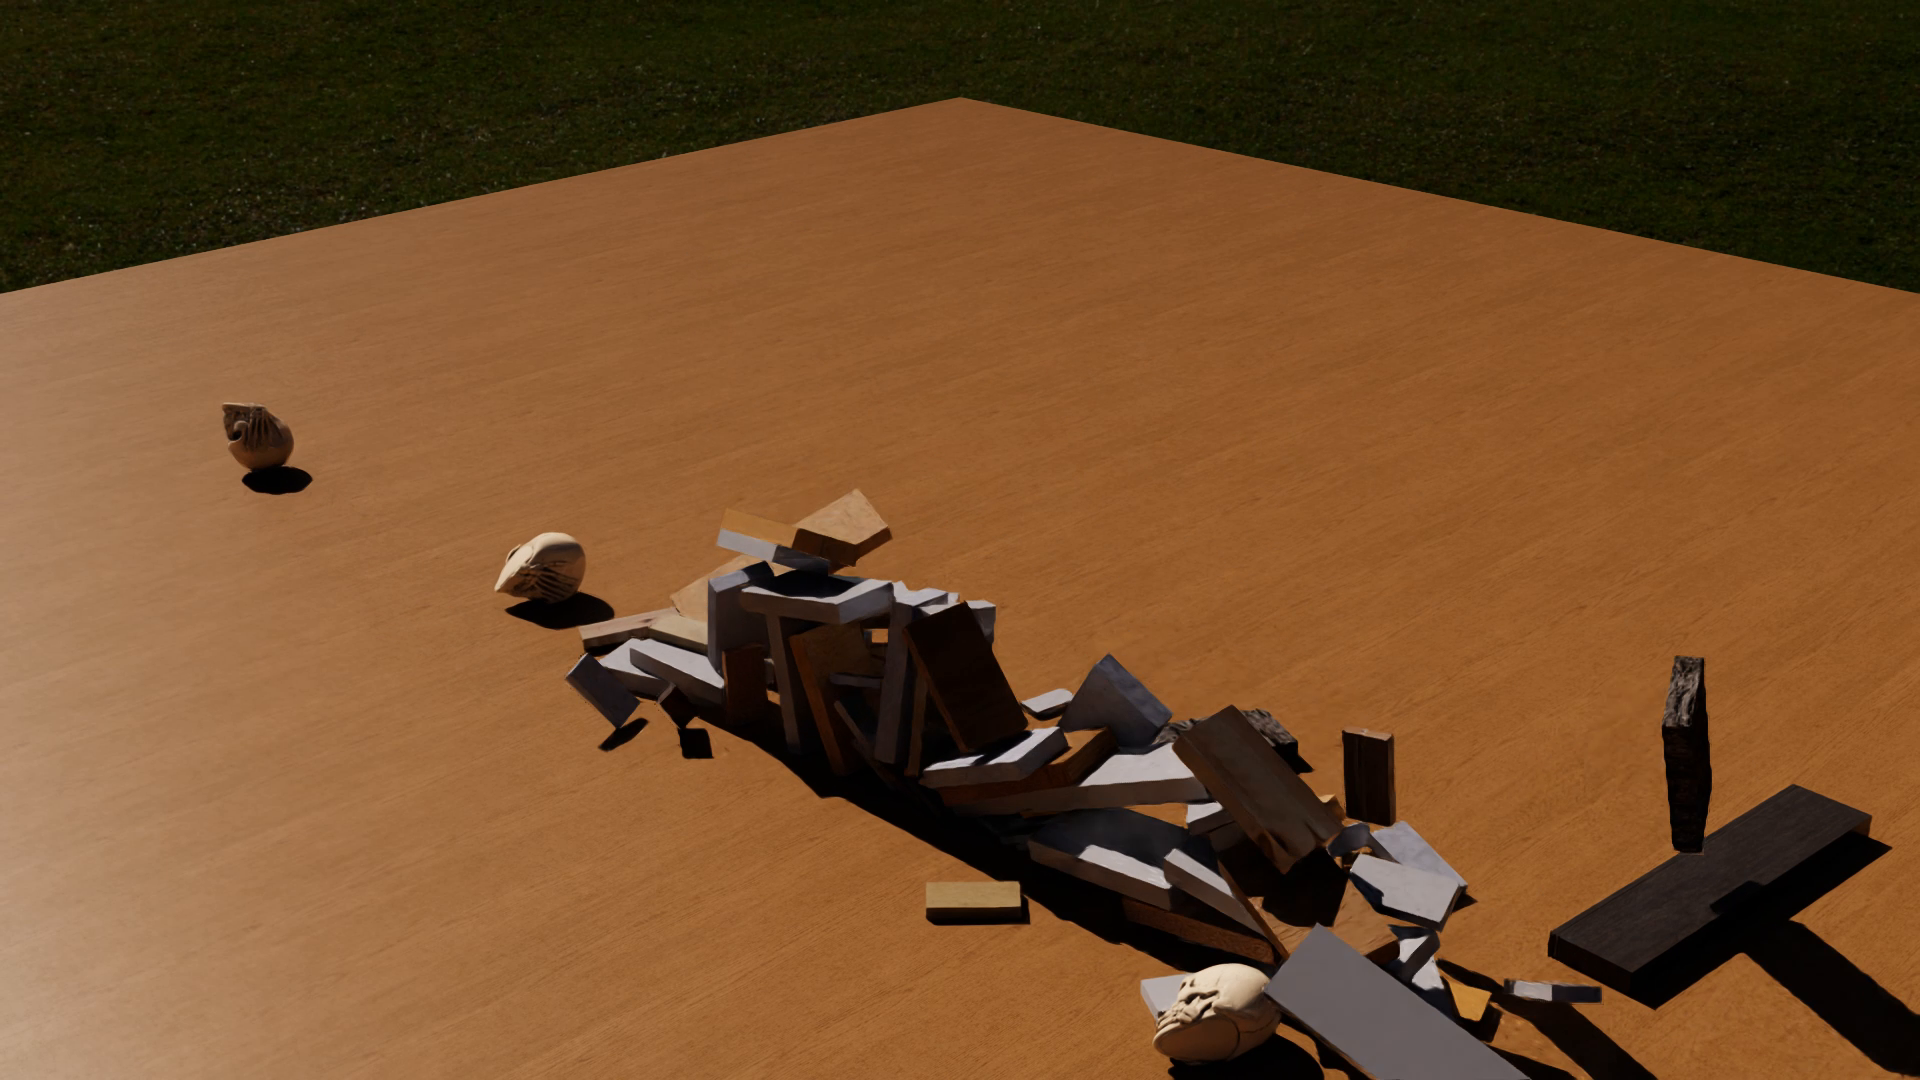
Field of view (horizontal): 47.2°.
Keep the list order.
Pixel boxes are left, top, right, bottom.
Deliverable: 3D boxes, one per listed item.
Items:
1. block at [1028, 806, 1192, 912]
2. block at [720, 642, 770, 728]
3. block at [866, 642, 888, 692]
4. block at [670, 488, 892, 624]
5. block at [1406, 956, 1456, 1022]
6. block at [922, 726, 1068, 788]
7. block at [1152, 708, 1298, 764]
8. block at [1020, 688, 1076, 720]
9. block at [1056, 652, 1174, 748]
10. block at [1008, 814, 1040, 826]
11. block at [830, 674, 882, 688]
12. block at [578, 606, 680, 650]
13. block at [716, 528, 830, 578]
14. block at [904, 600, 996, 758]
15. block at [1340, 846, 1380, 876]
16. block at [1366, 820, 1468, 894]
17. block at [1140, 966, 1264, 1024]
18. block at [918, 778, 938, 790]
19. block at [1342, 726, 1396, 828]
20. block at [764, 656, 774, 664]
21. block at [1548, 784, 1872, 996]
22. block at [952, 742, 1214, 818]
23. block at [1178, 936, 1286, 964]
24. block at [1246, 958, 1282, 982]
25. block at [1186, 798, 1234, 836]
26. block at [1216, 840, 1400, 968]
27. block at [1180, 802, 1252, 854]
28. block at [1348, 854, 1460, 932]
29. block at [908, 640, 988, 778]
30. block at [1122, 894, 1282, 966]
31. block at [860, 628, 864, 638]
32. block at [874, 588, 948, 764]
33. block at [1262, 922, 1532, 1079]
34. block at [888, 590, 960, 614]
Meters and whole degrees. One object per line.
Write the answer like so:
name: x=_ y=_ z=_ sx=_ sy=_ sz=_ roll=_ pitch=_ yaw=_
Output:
block: x=0.310 y=0.581 z=4.109 sx=0.340 sy=0.048 sz=0.170 roll=14 pitch=35 yaw=42
block: x=-0.468 y=0.315 z=4.791 sx=0.087 sy=0.174 sz=0.025 roll=-12 pitch=21 yaw=-23
block: x=-0.150 y=0.295 z=4.877 sx=0.269 sy=0.135 sz=0.038 roll=-2 pitch=-2 yaw=0
block: x=-0.422 y=0.065 z=5.187 sx=0.517 sy=0.045 sz=0.160 roll=-30 pitch=48 yaw=-9
block: x=0.786 y=0.784 z=3.796 sx=0.096 sy=0.027 sz=0.305 roll=-5 pitch=23 yaw=2
block: x=0.067 y=0.424 z=4.275 sx=0.275 sy=0.039 sz=0.138 roll=-13 pitch=16 yaw=48
block: x=0.406 y=0.453 z=4.632 sx=0.594 sy=0.047 sz=0.165 roll=-7 pitch=24 yaw=-17
block: x=0.199 y=0.362 z=4.885 sx=0.120 sy=0.017 sz=0.060 roll=-17 pitch=28 yaw=-34
block: x=0.287 y=0.376 z=4.321 sx=0.171 sy=0.341 sz=0.048 roll=43 pitch=56 yaw=12
block: x=0.139 y=0.542 z=4.420 sx=0.053 sy=0.015 sz=0.106 roll=9 pitch=24 yaw=18
block: x=-0.194 y=0.291 z=4.530 sx=0.139 sy=0.020 sz=0.069 roll=3 pitch=-1 yaw=38
block: x=-0.667 y=0.184 z=5.230 sx=0.471 sy=0.025 sz=0.087 roll=-12 pitch=21 yaw=-13
block: x=-0.401 y=0.028 z=4.710 sx=0.135 sy=0.038 sz=0.269 roll=18 pitch=-2 yaw=-33
block: x=-0.019 y=0.286 z=4.447 sx=0.160 sy=0.319 sz=0.045 roll=-6 pitch=20 yaw=-33
block: x=0.816 y=0.623 z=4.264 sx=0.154 sy=0.022 sz=0.077 roll=1 pitch=23 yaw=3
block: x=0.873 y=0.618 z=4.201 sx=0.092 sy=0.026 sz=0.184 roll=-15 pitch=45 yaw=-32
block: x=0.423 y=0.796 z=3.851 sx=0.192 sy=0.027 sz=0.096 roll=-5 pitch=24 yaw=-13
block: x=0.010 y=0.438 z=4.554 sx=0.069 sy=0.020 sz=0.335 roll=20 pitch=25 yaw=14
block: x=0.744 y=0.430 z=4.000 sx=0.088 sy=0.176 sz=0.025 roll=10 pitch=26 yaw=35
block: x=-0.431 y=0.285 z=5.027 sx=0.055 sy=0.016 sz=0.110 roll=5 pitch=13 yaw=30
block: x=1.435 y=0.649 z=4.170 sx=0.832 sy=0.048 sz=0.171 roll=-19 pitch=29 yaw=-37
block: x=0.263 y=0.455 z=4.198 sx=0.166 sy=0.047 sz=0.714 roll=-30 pitch=11 yaw=-39
block: x=0.524 y=0.698 z=3.971 sx=0.241 sy=0.034 sz=0.121 roll=6 pitch=30 yaw=40
block: x=0.640 y=0.746 z=3.878 sx=0.241 sy=0.034 sz=0.121 roll=4 pitch=29 yaw=38
block: x=0.460 y=0.446 z=3.990 sx=0.088 sy=0.025 sz=0.374 roll=-22 pitch=9 yaw=11
block: x=0.591 y=0.623 z=3.753 sx=0.165 sy=0.047 sz=0.329 roll=-24 pitch=39 yaw=-10
block: x=0.493 y=0.477 z=4.003 sx=0.146 sy=0.041 sz=0.293 roll=-22 pitch=12 yaw=-2
block: x=0.755 y=0.604 z=3.778 sx=0.184 sy=0.026 sz=0.092 roll=13 pitch=49 yaw=30
block: x=-0.024 y=0.333 z=4.402 sx=0.138 sy=0.275 sz=0.039 roll=-5 pitch=19 yaw=-34
block: x=0.479 y=0.661 z=3.978 sx=0.340 sy=0.048 sz=0.170 roll=10 pitch=33 yaw=44
block: x=-0.366 y=0.224 z=5.092 sx=0.274 sy=0.023 sz=0.080 roll=2 pitch=23 yaw=5
block: x=-0.099 y=0.275 z=4.474 sx=0.047 sy=0.332 sz=0.166 roll=12 pitch=13 yaw=23
block: x=0.709 y=0.804 z=3.494 sx=0.459 sy=0.041 sz=0.146 roll=35 pitch=74 yaw=28
block: x=-0.092 y=0.154 z=5.367 sx=0.170 sy=0.024 sz=0.085 roll=3 pitch=23 yaw=7
